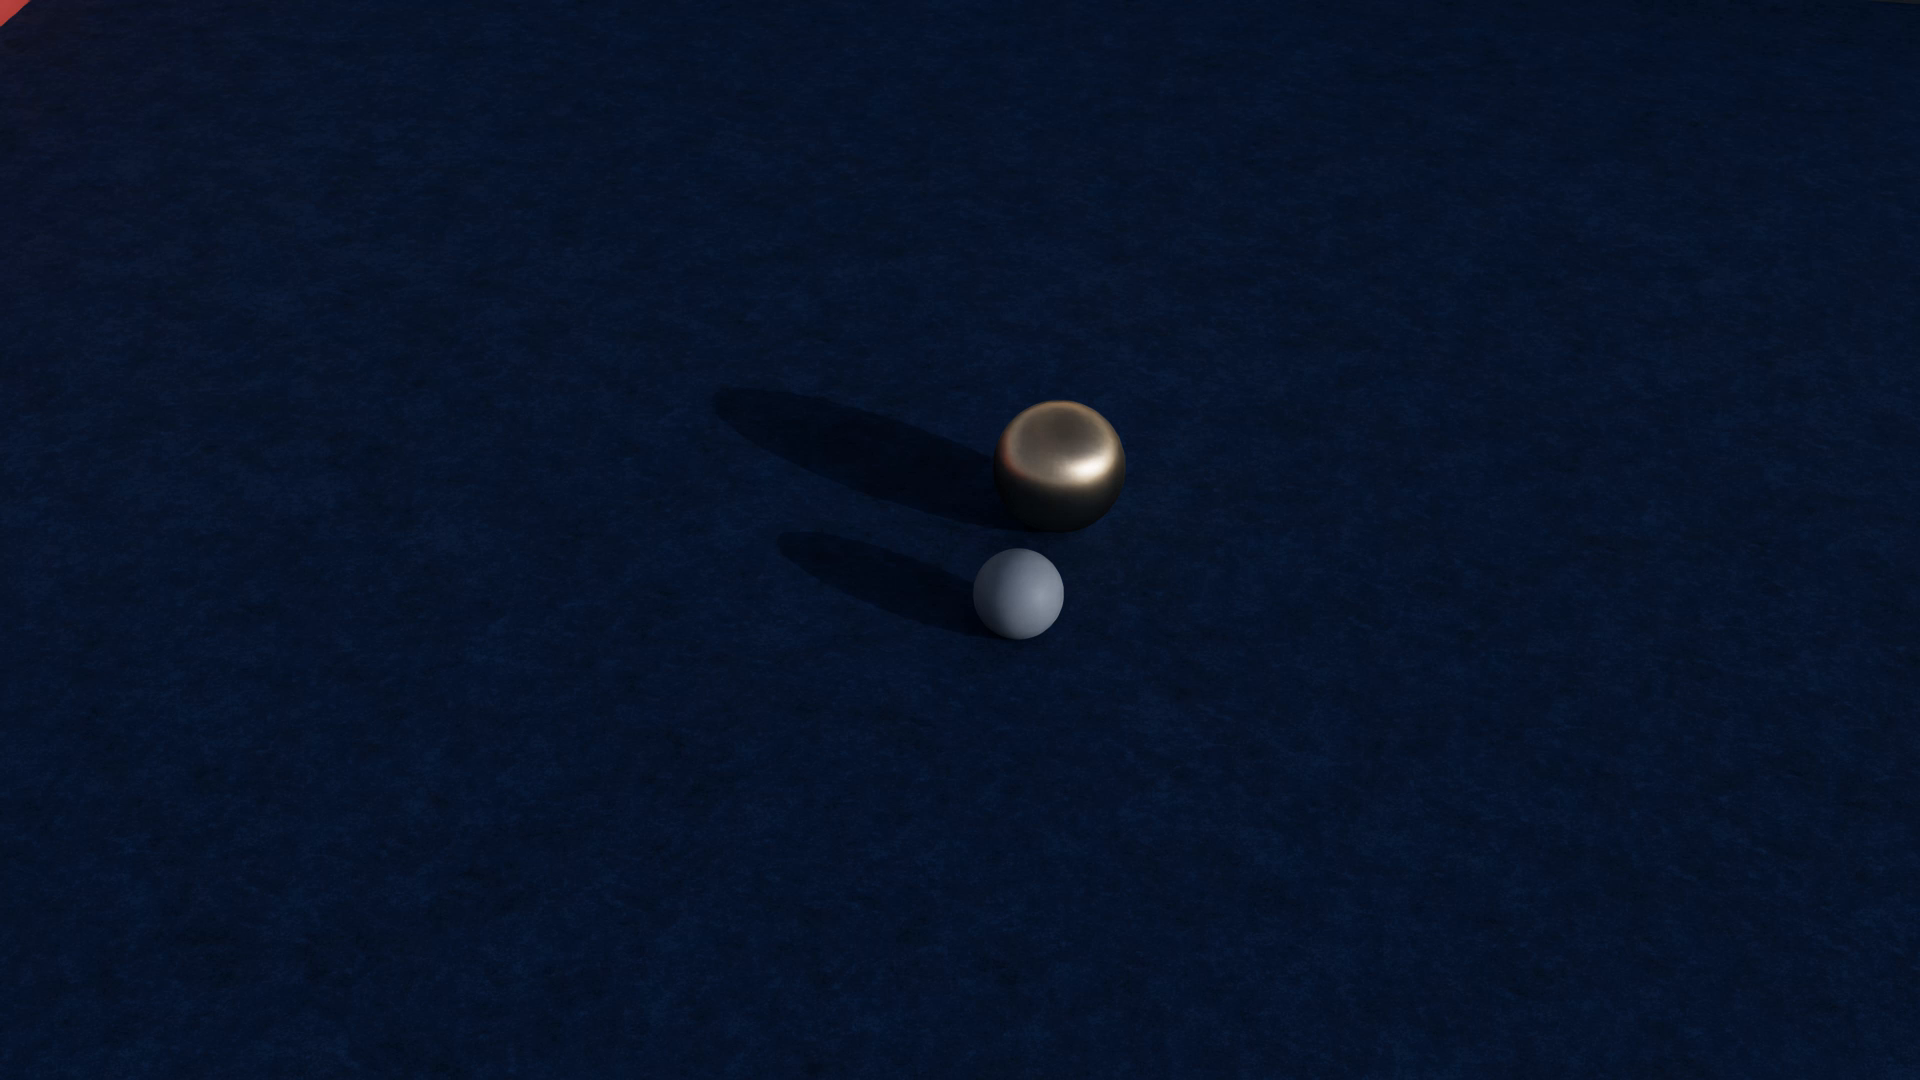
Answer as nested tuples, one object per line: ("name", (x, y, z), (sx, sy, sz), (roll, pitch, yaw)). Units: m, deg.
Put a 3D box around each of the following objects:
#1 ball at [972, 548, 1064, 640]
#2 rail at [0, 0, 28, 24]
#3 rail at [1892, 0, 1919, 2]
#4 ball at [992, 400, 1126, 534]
("ball", (0.038, 0.035, 1.682), (0.060, 0.060, 0.060), (0, 35, 0))
("rail", (-1.034, -0.121, 1.849), (0.045, 0.120, 2.230), (6, 36, 8))
("rail", (1.242, -0.536, 2.435), (4.292, 0.120, 0.045), (6, 36, 8))
("ball", (0.069, -0.051, 1.776), (0.092, 0.092, 0.092), (0, 35, 0))
